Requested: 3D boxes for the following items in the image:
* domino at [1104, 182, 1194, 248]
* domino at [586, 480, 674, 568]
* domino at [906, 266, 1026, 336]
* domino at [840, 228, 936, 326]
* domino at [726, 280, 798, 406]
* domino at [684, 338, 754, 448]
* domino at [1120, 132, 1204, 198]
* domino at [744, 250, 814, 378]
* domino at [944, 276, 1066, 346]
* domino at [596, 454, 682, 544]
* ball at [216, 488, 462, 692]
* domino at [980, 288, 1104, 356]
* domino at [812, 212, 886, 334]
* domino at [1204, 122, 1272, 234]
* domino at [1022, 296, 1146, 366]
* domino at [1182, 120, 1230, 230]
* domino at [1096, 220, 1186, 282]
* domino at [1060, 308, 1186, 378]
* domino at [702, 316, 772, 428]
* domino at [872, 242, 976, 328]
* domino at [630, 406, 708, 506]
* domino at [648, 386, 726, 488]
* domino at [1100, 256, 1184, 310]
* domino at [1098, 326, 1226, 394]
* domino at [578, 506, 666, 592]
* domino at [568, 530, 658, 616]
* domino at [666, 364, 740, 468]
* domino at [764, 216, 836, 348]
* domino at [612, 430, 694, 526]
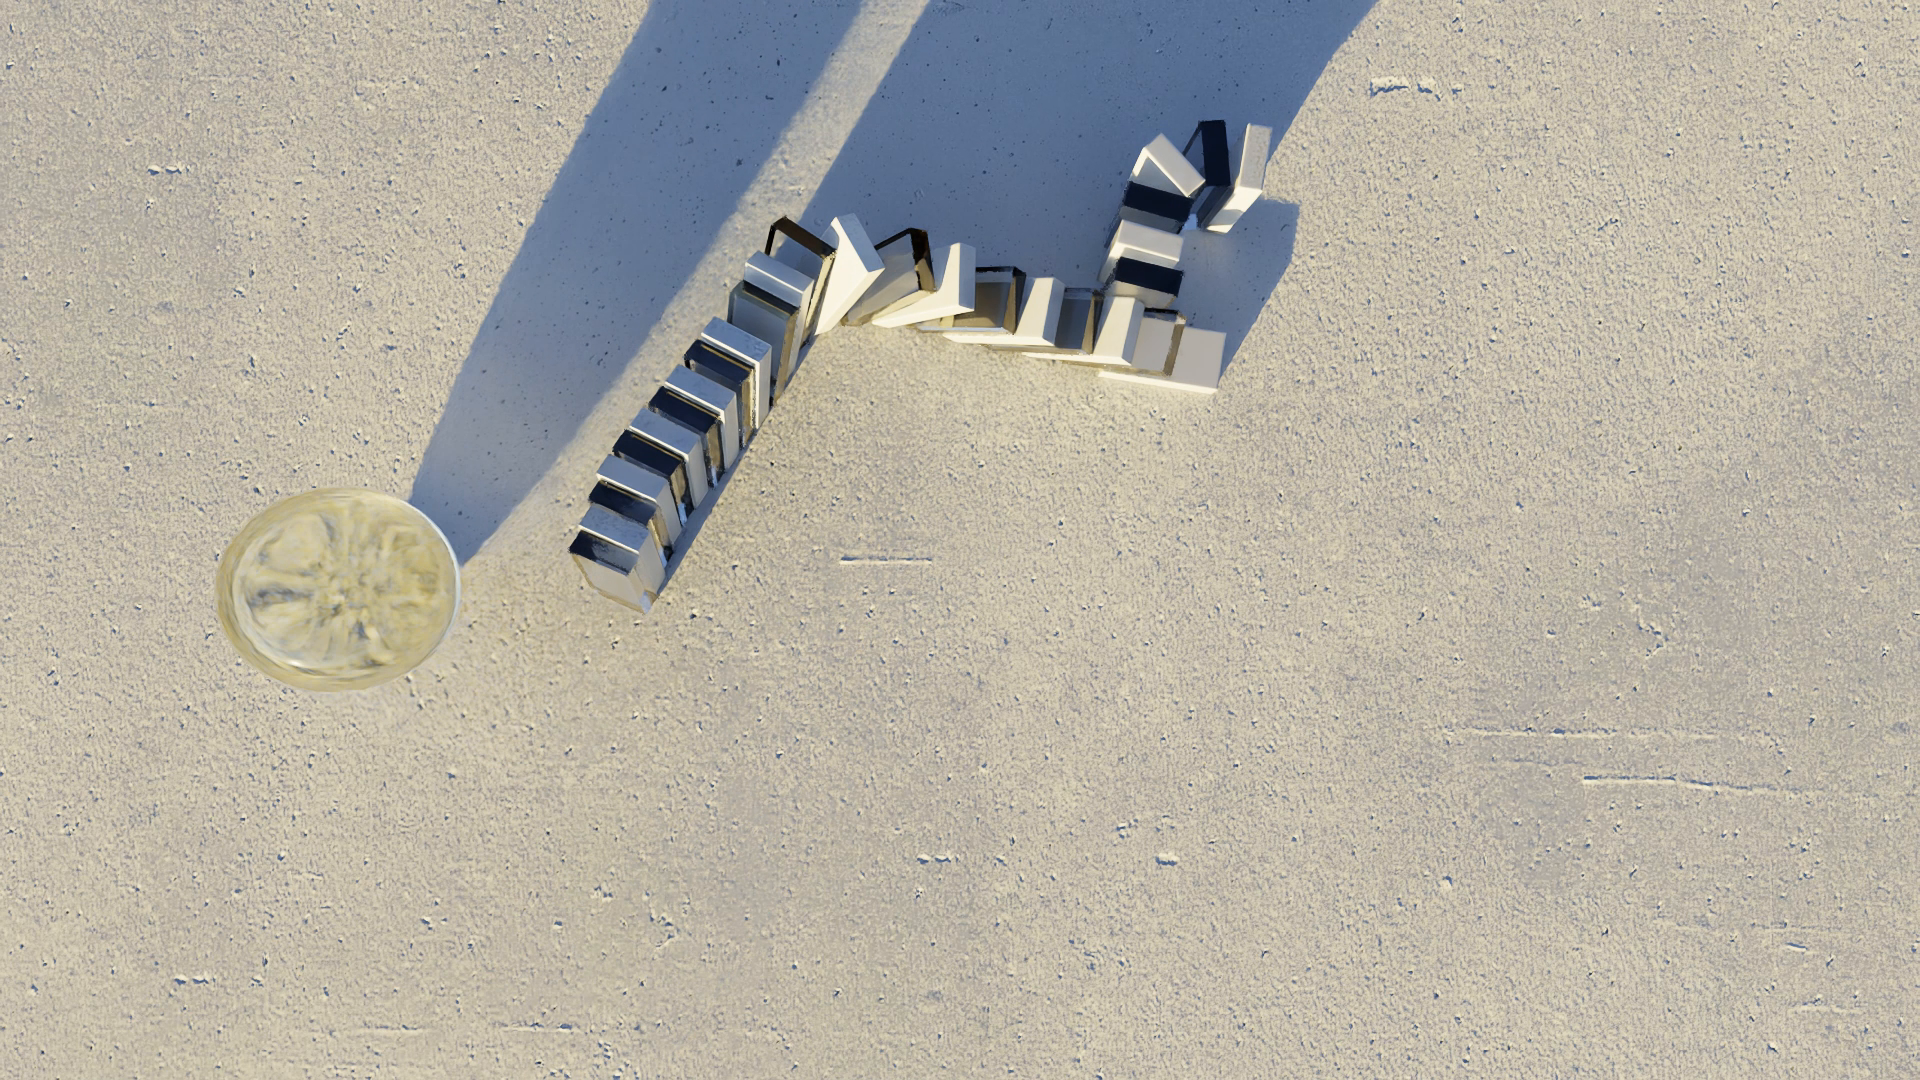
[{"bbox_3d":[0.076,-0.129,0.375,0.025,0.050,0.010,16,90,0],"label":"domino"},{"bbox_3d":[-0.134,-0.005,0.375,0.025,0.050,0.009,24,66,0],"label":"domino"},{"bbox_3d":[0.002,-0.099,0.381,0.050,0.010,0.025,11,90,36],"label":"domino"},{"bbox_3d":[-0.032,-0.108,0.379,0.050,0.010,0.025,-9,90,45],"label":"domino"},{"bbox_3d":[-0.083,-0.080,0.377,0.025,0.050,0.010,27,53,0],"label":"domino"},{"bbox_3d":[-0.098,-0.059,0.376,0.025,0.050,0.010,27,63,0],"label":"domino"},{"bbox_3d":[0.082,-0.144,0.375,0.009,0.050,0.025,-42,90,0],"label":"domino"},{"bbox_3d":[-0.078,-0.091,0.378,0.025,0.050,0.010,28,51,0],"label":"domino"},{"bbox_3d":[0.018,-0.095,0.381,0.050,0.009,0.025,11,90,36],"label":"domino"},{"bbox_3d":[-0.130,-0.015,0.375,0.025,0.050,0.009,24,66,0],"label":"domino"},{"bbox_3d":[-0.241,0.019,0.360,0.080,0.080,0.080,0,90,0],"label":"ball"},{"bbox_3d":[0.033,-0.091,0.381,0.050,0.010,0.025,12,90,36],"label":"domino"},{"bbox_3d":[-0.052,-0.109,0.377,0.009,0.050,0.025,-30,90,-38],"label":"domino"},{"bbox_3d":[0.113,-0.146,0.375,0.009,0.050,0.025,10,90,0],"label":"domino"},{"bbox_3d":[0.050,-0.088,0.381,0.050,0.009,0.025,13,91,36],"label":"domino"},{"bbox_3d":[0.098,-0.148,0.375,0.010,0.050,0.025,-5,90,0],"label":"domino"},{"bbox_3d":[0.073,-0.115,0.375,0.025,0.050,0.009,16,90,0],"label":"domino"},{"bbox_3d":[0.066,-0.084,0.382,0.050,0.010,0.025,15,92,34],"label":"domino"},{"bbox_3d":[-0.091,-0.067,0.376,0.025,0.050,0.009,28,63,0],"label":"domino"},{"bbox_3d":[-0.016,-0.105,0.380,0.050,0.010,0.025,1,90,42],"label":"domino"},{"bbox_3d":[-0.118,-0.033,0.375,0.025,0.050,0.009,27,66,0],"label":"domino"},{"bbox_3d":[-0.111,-0.041,0.375,0.025,0.050,0.010,27,66,0],"label":"domino"},{"bbox_3d":[0.072,-0.101,0.375,0.025,0.050,0.009,14,90,0],"label":"domino"},{"bbox_3d":[0.087,-0.080,0.395,0.050,0.010,0.025,9,90,0],"label":"domino"},{"bbox_3d":[-0.137,0.005,0.375,0.025,0.050,0.009,24,66,0],"label":"domino"},{"bbox_3d":[-0.141,0.014,0.375,0.025,0.050,0.009,24,66,0],"label":"domino"},{"bbox_3d":[-0.104,-0.050,0.375,0.025,0.050,0.009,27,65,0],"label":"domino"},{"bbox_3d":[-0.070,-0.104,0.378,0.025,0.050,0.009,33,48,2],"label":"domino"},{"bbox_3d":[-0.125,-0.024,0.375,0.025,0.050,0.009,26,66,0],"label":"domino"}]
